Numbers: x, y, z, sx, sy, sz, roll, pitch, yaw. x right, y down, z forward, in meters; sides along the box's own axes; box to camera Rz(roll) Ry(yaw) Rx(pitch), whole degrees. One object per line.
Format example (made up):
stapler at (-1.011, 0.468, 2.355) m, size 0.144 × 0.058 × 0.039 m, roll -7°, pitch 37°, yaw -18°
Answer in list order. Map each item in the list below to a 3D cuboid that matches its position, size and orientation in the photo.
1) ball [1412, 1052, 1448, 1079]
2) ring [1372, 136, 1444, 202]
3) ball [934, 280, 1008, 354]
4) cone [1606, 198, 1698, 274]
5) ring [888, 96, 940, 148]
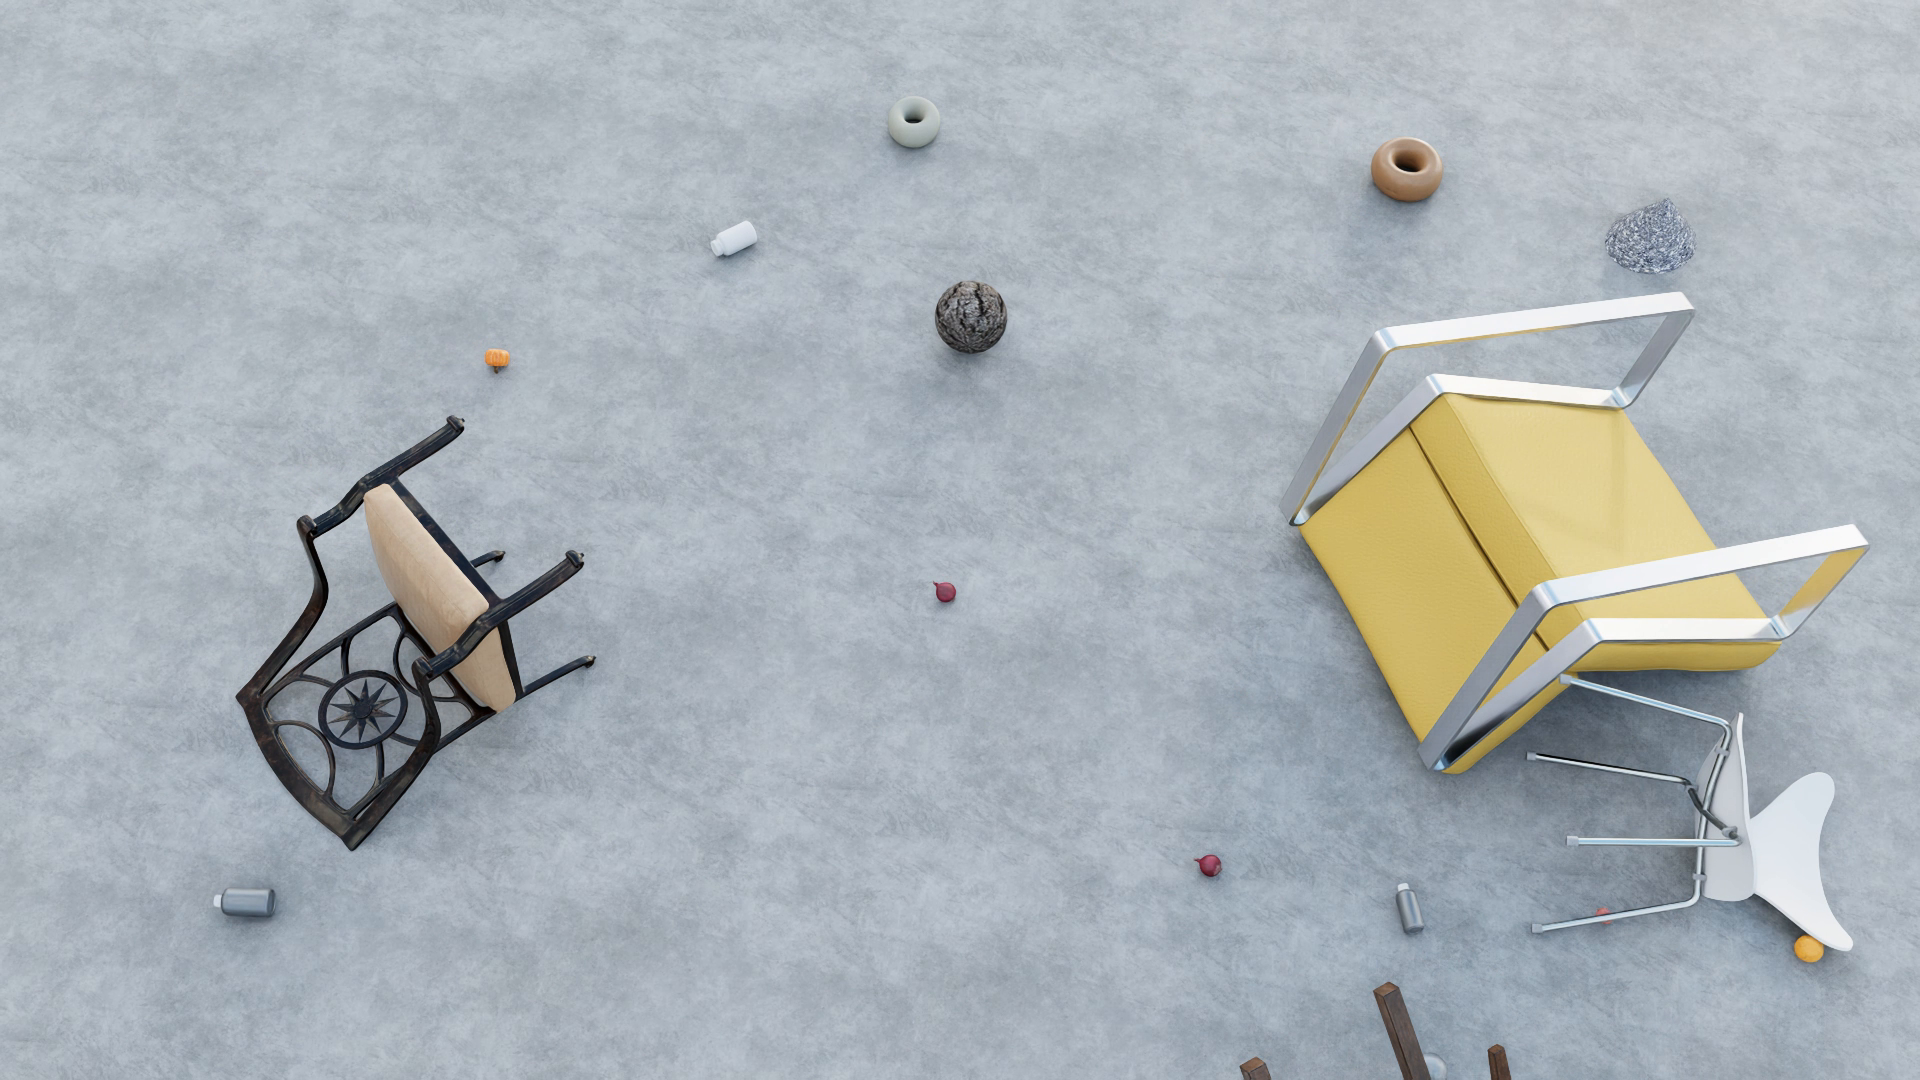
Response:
ball at (1.199, 1.353, 5.613) m, size 0.089 × 0.089 × 0.089 m, roll 0°, pitch 56°, yaw 0°
ring at (1.491, -1.236, 7.333) m, size 0.242 × 0.118 × 0.231 m, roll 30°, pitch 63°, yaw 17°
ball at (0.035, -0.700, 6.905) m, size 0.230 × 0.230 × 0.230 m, roll 0°, pitch 56°, yaw 0°
cone at (2.273, -1.041, 7.144) m, size 0.319 × 0.213 × 0.268 m, roll -26°, pitch 60°, yaw -16°
ring at (-0.156, -1.420, 7.471) m, size 0.180 × 0.096 × 0.191 m, roll -6°, pitch 58°, yaw -2°
